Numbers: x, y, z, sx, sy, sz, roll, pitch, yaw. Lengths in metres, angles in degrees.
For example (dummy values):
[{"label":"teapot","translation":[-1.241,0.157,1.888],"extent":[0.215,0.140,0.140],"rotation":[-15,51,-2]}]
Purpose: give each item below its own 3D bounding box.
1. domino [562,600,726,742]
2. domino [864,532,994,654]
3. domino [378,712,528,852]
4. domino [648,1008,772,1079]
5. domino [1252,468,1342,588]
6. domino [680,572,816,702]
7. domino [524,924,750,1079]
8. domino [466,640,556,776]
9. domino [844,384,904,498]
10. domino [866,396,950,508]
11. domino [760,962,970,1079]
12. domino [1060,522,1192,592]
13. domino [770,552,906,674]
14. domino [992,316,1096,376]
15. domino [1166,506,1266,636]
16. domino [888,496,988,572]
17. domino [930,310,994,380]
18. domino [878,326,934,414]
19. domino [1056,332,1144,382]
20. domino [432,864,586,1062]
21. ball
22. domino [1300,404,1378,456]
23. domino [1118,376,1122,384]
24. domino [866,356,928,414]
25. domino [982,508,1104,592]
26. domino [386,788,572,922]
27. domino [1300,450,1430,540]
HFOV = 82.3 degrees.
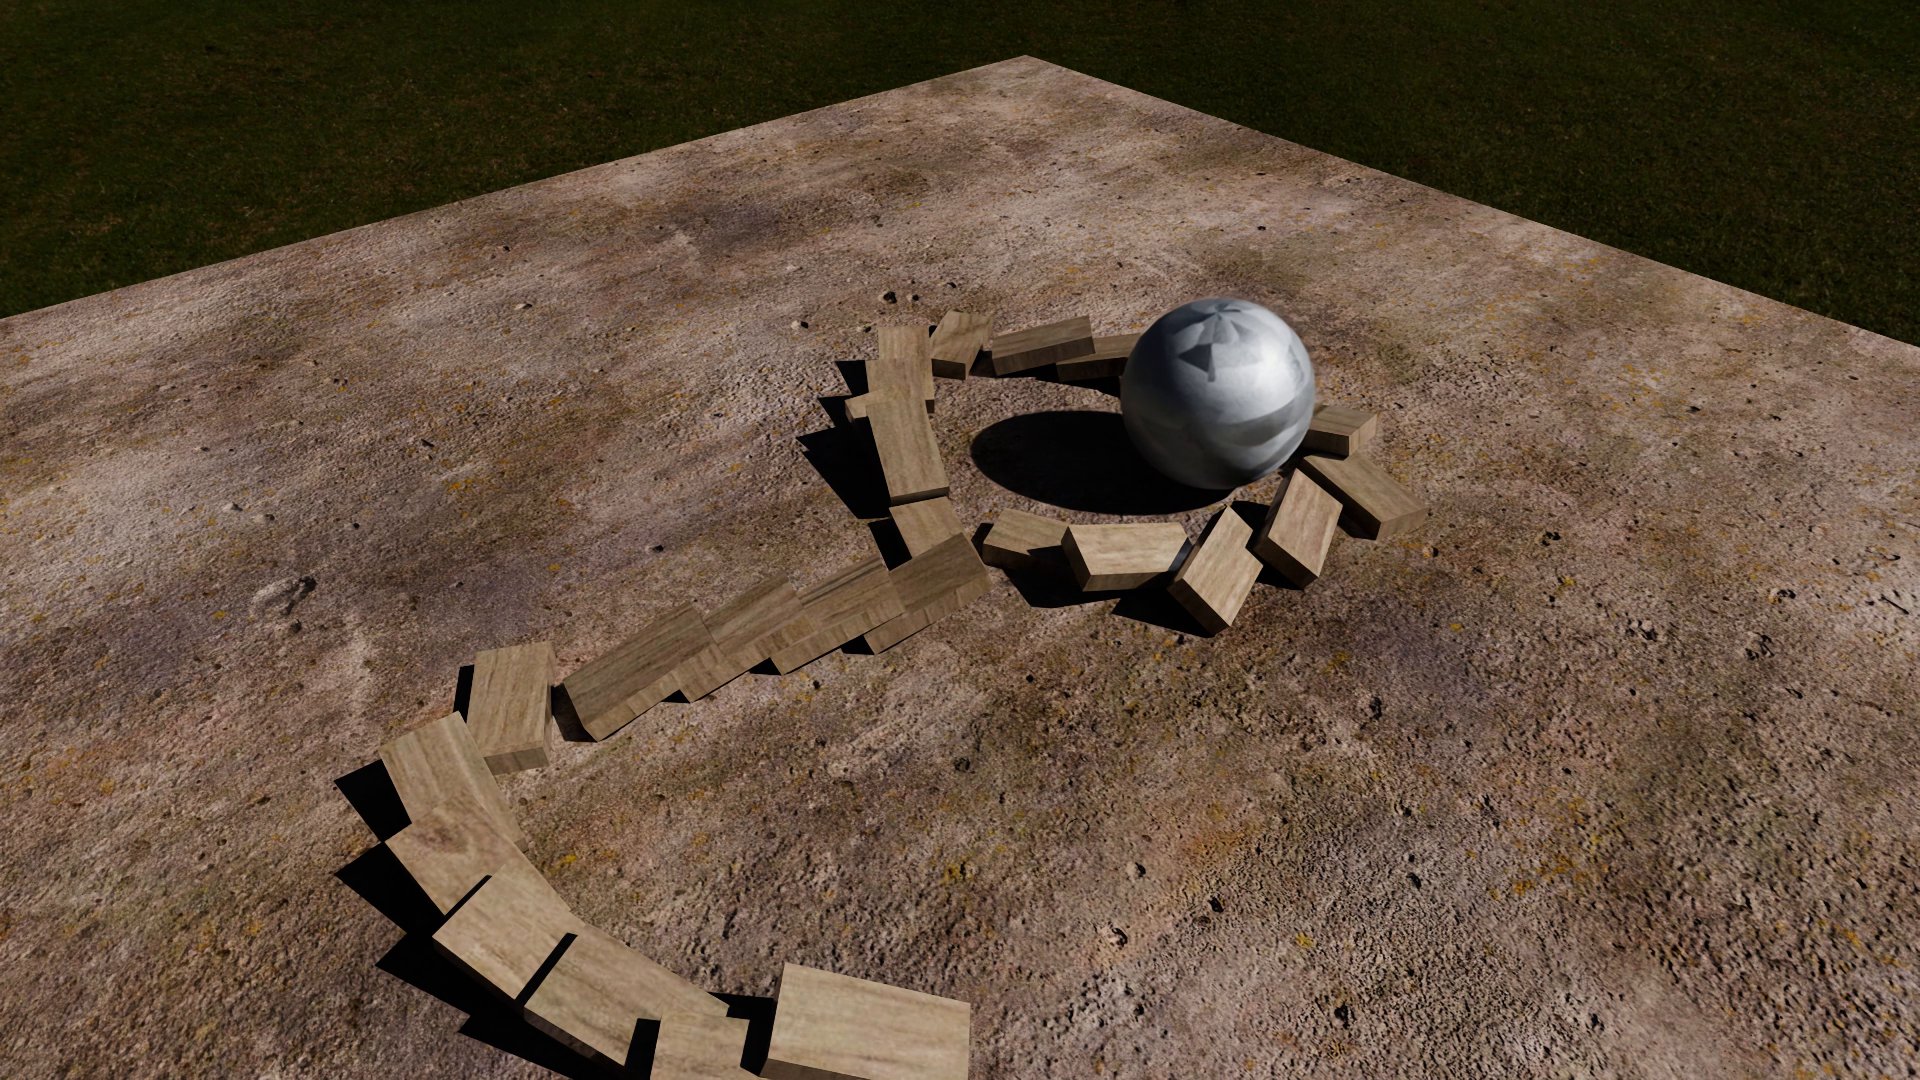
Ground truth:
[{"label":"domino","translation":[-0.109,0.044,0.378],"extent":[0.050,0.009,0.025],"rotation":[-33,48,-12]},{"label":"domino","translation":[-0.015,0.019,0.407],"extent":[0.050,0.010,0.025],"rotation":[-29,44,-3]},{"label":"domino","translation":[-0.155,0.079,0.337],"extent":[0.025,0.009,0.050],"rotation":[-26,61,-28]},{"label":"domino","translation":[-0.051,0.133,0.270],"extent":[0.050,0.009,0.025],"rotation":[13,38,-12]},{"label":"domino","translation":[0.136,-0.005,0.441],"extent":[0.025,0.009,0.050],"rotation":[38,46,-1]},{"label":"domino","translation":[-0.079,0.034,0.391],"extent":[0.050,0.010,0.025],"rotation":[-30,46,-8]},{"label":"domino","translation":[-0.082,0.123,0.282],"extent":[0.050,0.009,0.025],"rotation":[28,44,6]},{"label":"domino","translation":[-0.152,0.057,0.374],"extent":[0.025,0.009,0.050],"rotation":[-9,40,-10]},{"label":"domino","translation":[-0.030,-0.044,0.485],"extent":[0.025,0.009,0.050],"rotation":[-19,60,-15]},{"label":"domino","translation":[-0.023,-0.038,0.469],"extent":[0.025,0.010,0.050],"rotation":[-11,58,-10]},{"label":"domino","translation":[-0.023,0.126,0.277],"extent":[0.050,0.009,0.025],"rotation":[17,36,-10]},{"label":"domino","translation":[0.067,0.006,0.424],"extent":[0.050,0.010,0.025],"rotation":[-2,48,-22]},{"label":"domino","translation":[-0.047,0.026,0.400],"extent":[0.050,0.010,0.025],"rotation":[-27,44,-5]},{"label":"domino","translation":[0.042,-0.098,0.551],"extent":[0.050,0.010,0.025],"rotation":[-11,34,11]},{"label":"domino","translation":[0.100,0.011,0.420],"extent":[0.025,0.009,0.050],"rotation":[45,48,-3]},{"label":"domino","translation":[-0.009,0.003,0.440],"extent":[0.025,0.010,0.050],"rotation":[-12,41,-14]},{"label":"domino","translation":[-0.002,-0.101,0.566],"extent":[0.025,0.010,0.050],"rotation":[11,41,13]},{"label":"domino","translation":[-0.026,-0.083,0.535],"extent":[0.025,0.009,0.050],"rotation":[-3,54,-3]},{"label":"domino","translation":[0.075,-0.091,0.543],"extent":[0.050,0.009,0.025],"rotation":[-3,35,22]},{"label":"domino","translation":[-0.112,0.113,0.295],"extent":[0.050,0.010,0.025],"rotation":[32,47,10]},{"label":"ball","translation":[0.108,-0.061,0.462],"extent":[0.080,0.080,0.080],"rotation":[0,39,0]},{"label":"domino","translation":[0.159,-0.052,0.497],"extent":[0.050,0.010,0.025],"rotation":[19,41,43]},{"label":"domino","translation":[0.105,-0.081,0.531],"extent":[0.050,0.010,0.025],"rotation":[3,36,30]},{"label":"domino","translation":[-0.029,-0.062,0.508],"extent":[0.025,0.010,0.050],"rotation":[-5,57,-6]},{"label":"domino","translation":[0.037,0.004,0.439],"extent":[0.050,0.010,0.025],"rotation":[14,41,17]},{"label":"domino","translation":[-0.137,0.097,0.313],"extent":[0.050,0.009,0.025],"rotation":[41,52,17]},{"label":"domino","translation":[0.171,-0.021,0.469],"extent":[0.025,0.010,0.050],"rotation":[-16,42,-19]}]
